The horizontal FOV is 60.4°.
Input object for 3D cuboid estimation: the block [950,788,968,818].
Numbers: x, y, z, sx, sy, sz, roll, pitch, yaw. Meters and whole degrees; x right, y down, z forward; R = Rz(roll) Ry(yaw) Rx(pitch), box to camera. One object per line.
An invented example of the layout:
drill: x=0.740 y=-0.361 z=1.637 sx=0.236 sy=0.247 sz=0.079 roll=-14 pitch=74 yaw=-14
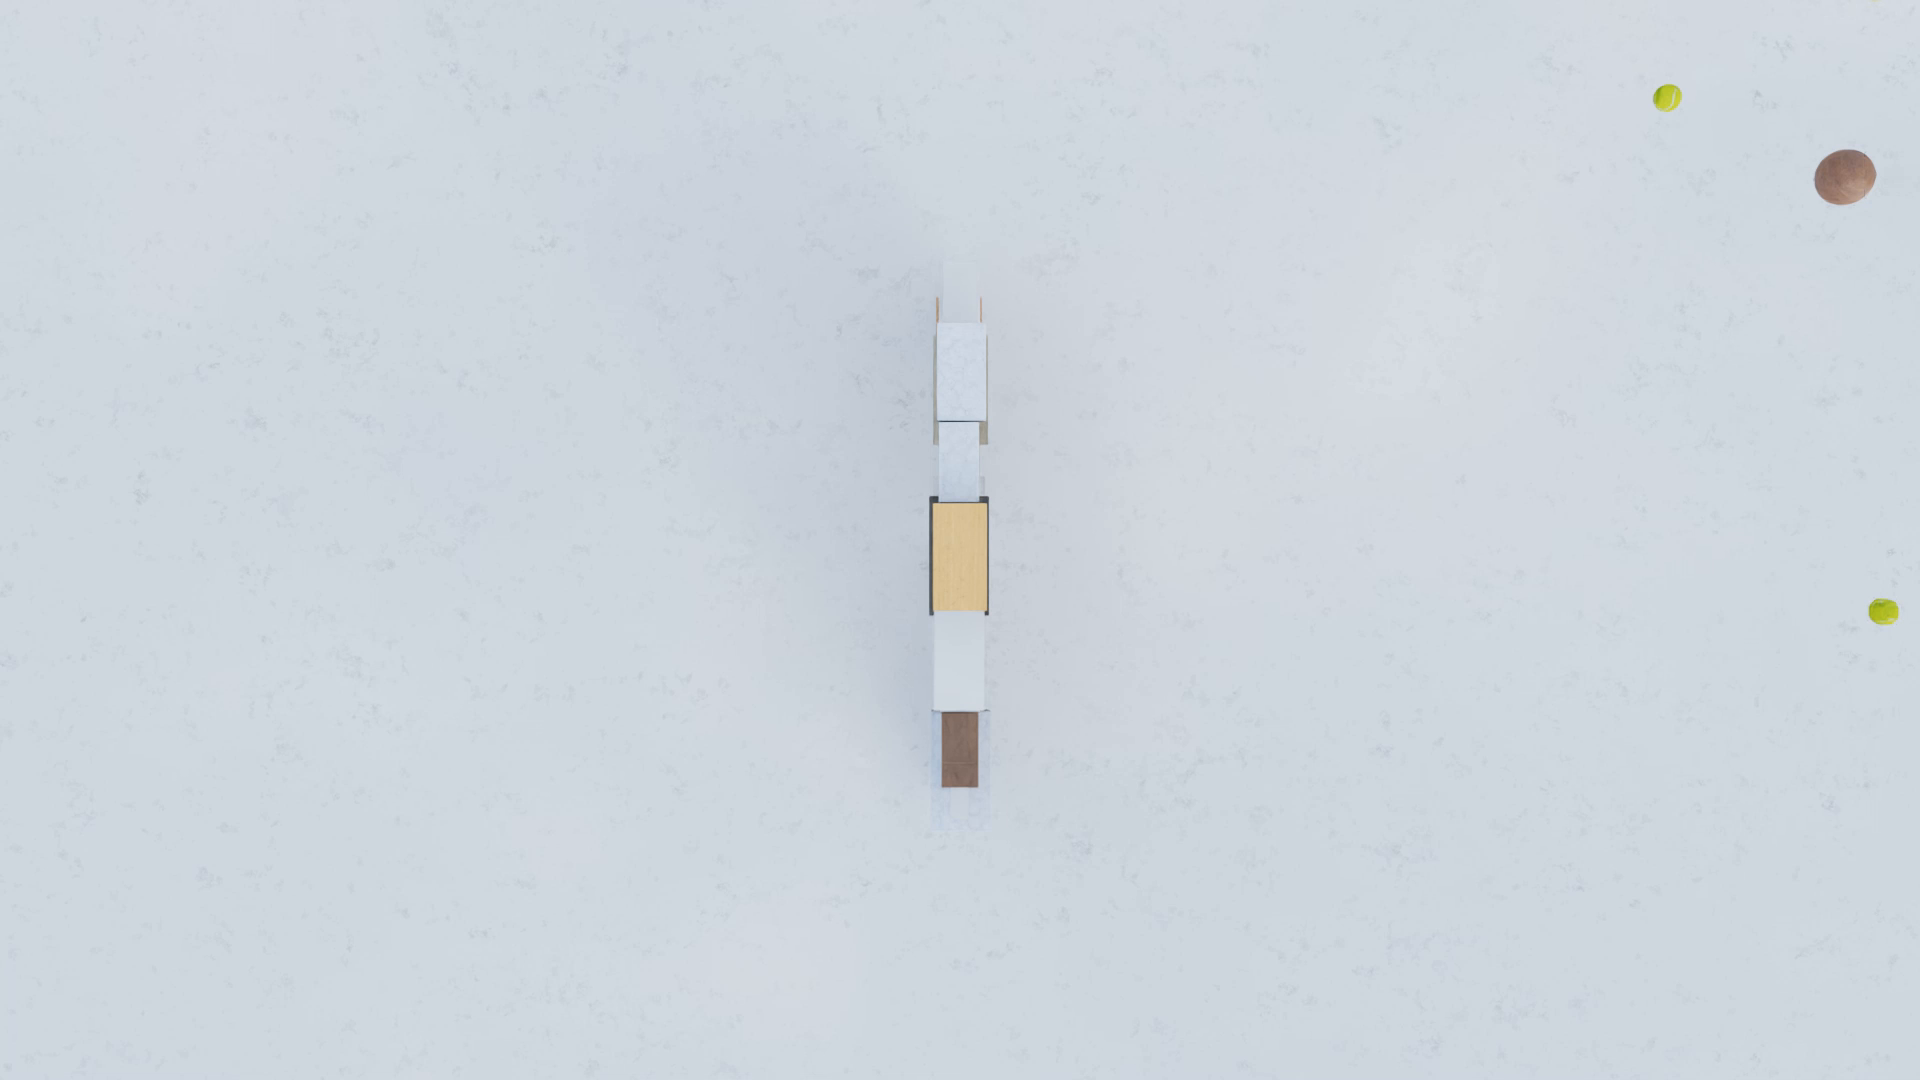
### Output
block: x=-0.002 y=0.739 z=4.691 sx=0.051 sy=0.015 sz=0.103 roll=0 pitch=90 yaw=0

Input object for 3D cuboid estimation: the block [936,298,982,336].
block: x=-0.003 y=-0.618 z=5.192 sx=0.144 sy=0.041 sz=0.288 roll=0 pitch=90 yaw=0

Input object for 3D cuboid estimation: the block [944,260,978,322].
block: x=0.001 y=-0.694 z=4.685 sx=0.097 sy=0.027 sz=0.193 roll=0 pitch=90 yaw=0

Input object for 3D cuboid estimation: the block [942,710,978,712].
block: x=0.000 y=0.513 z=4.698 sx=0.103 sy=0.206 sz=0.029 roll=0 pitch=90 yaw=0

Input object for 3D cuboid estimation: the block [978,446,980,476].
block: x=-0.001 y=-0.337 z=5.217 sx=0.132 sy=0.037 sz=0.265 roll=0 pitch=90 yaw=0

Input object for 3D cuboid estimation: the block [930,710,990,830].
block: x=0.002 y=0.673 z=4.826 sx=0.174 sy=0.049 sz=0.347 roll=0 pitch=90 yaw=0

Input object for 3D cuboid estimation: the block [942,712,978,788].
block: x=0.000 y=0.582 z=4.580 sx=0.103 sy=0.029 sz=0.206 roll=0 pitch=90 yaw=0

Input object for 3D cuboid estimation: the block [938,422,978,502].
block: x=-0.003 y=-0.212 z=4.504 sx=0.109 sy=0.031 sz=0.218 roll=0 pitch=90 yaw=0

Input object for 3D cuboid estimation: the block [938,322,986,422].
block: x=0.005 y=-0.459 z=4.521 sx=0.134 sy=0.038 sz=0.267 roll=0 pitch=90 yaw=0

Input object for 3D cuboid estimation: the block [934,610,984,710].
block: x=-0.002 y=0.333 z=4.590 sx=0.139 sy=0.039 sz=0.278 roll=0 pitch=90 yaw=0

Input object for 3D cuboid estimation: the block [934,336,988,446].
block: x=0.002 y=-0.438 z=4.830 sx=0.159 sy=0.045 sz=0.319 roll=0 pitch=90 yaw=0

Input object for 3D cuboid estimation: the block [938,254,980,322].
block: x=-0.001 y=-0.724 z=4.909 sx=0.122 sy=0.035 sz=0.245 roll=0 pitch=90 yaw=0

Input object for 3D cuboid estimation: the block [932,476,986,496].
block: x=-0.003 y=-0.037 z=5.153 sx=0.162 sy=0.046 sz=0.324 roll=0 pitch=90 yaw=0

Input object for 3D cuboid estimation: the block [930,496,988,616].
block: x=-0.003 y=0.046 z=4.762 sx=0.172 sy=0.049 sz=0.344 roll=0 pitch=90 yaw=0

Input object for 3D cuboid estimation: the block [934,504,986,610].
block: x=0.000 y=0.046 z=4.430 sx=0.144 sy=0.041 sz=0.287 roll=0 pitch=90 yaw=0
